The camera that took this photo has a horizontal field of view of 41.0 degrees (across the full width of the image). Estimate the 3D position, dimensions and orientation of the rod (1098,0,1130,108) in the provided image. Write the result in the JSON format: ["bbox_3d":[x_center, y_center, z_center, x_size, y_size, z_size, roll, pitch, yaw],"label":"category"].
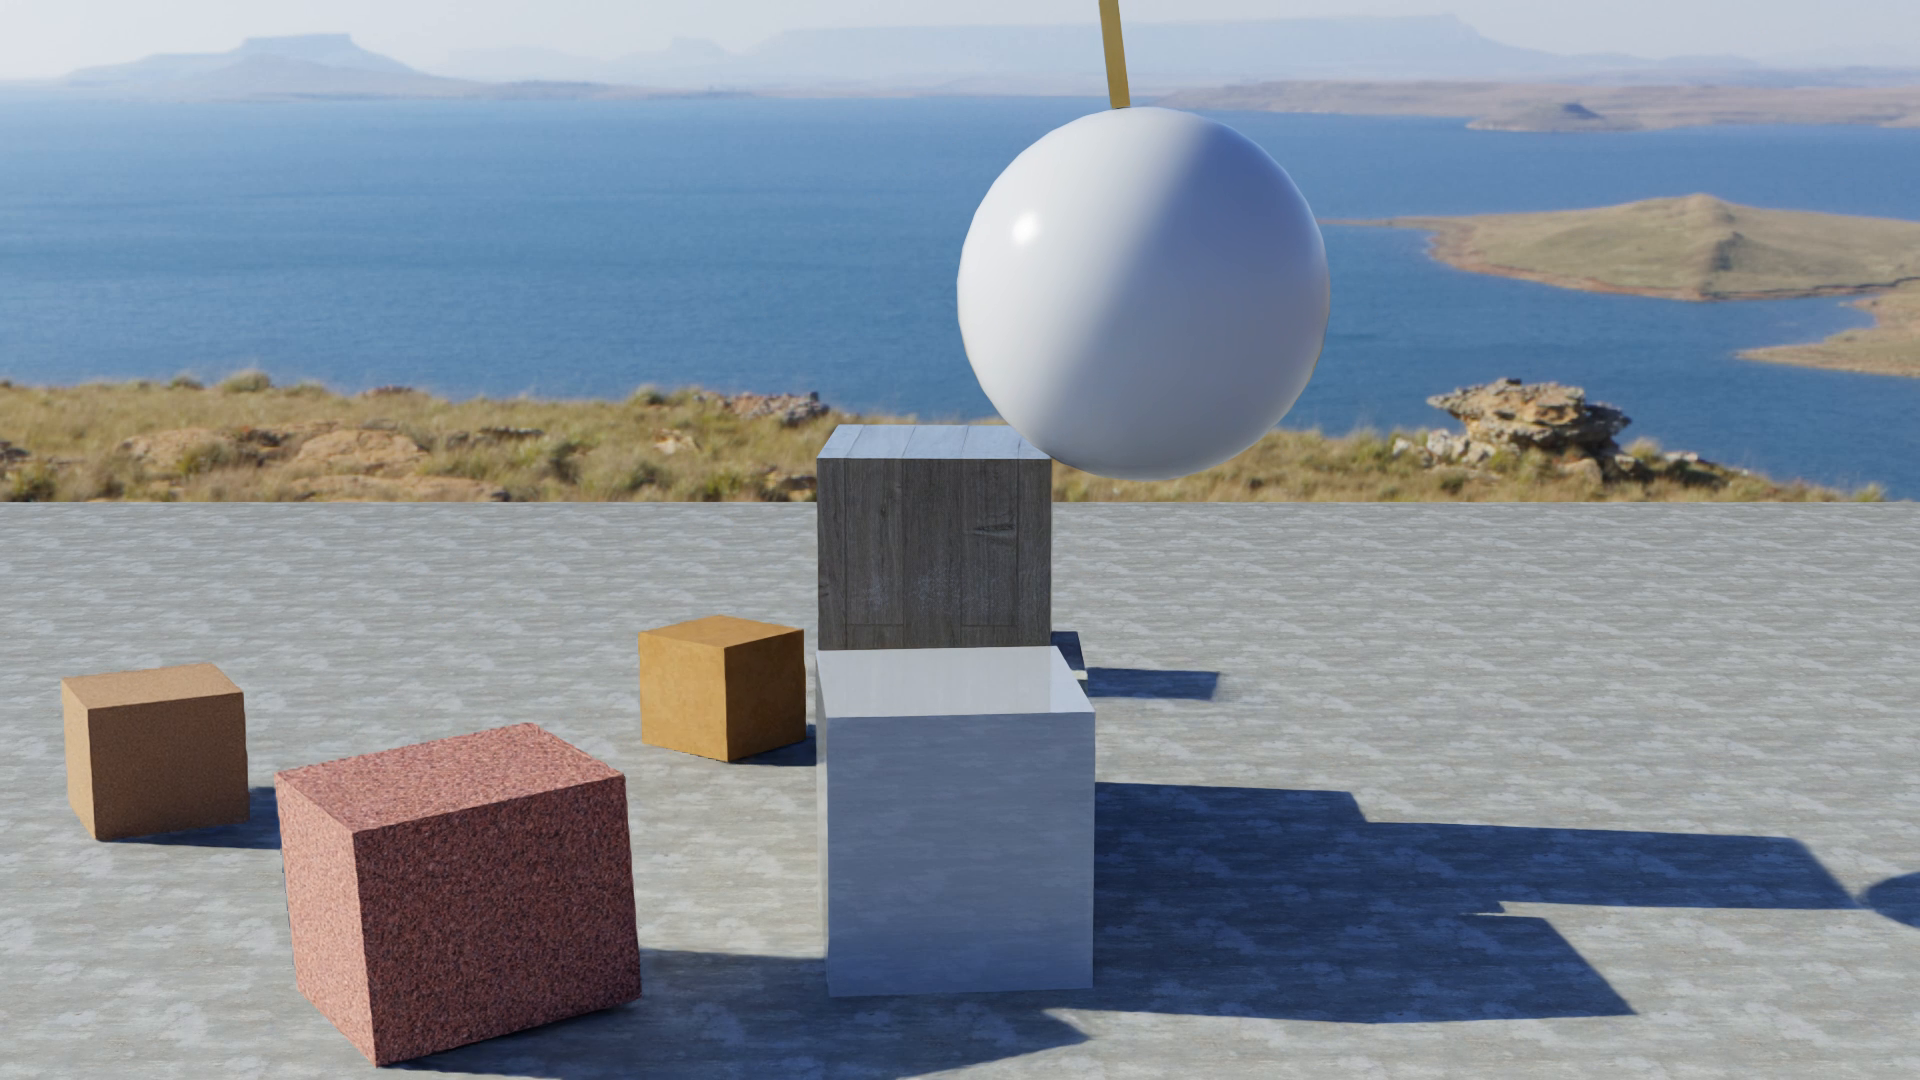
[{"bbox_3d":[0.340,-4.365,10.387,0.080,5.200,0.080,-7,10,1],"label":"rod"}]

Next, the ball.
[{"bbox_3d":[0.784,-1.049,10.990,1.600,1.600,1.600,0,10,0],"label":"ball"}]

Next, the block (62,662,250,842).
[{"bbox_3d":[-3.858,1.001,12.297,0.711,0.630,0.703,-5,12,-28],"label":"block"}]

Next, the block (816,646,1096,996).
[{"bbox_3d":[-0.047,1.105,10.394,1.025,1.107,1.146,-1,10,-5],"label":"block"}]

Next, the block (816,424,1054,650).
[{"bbox_3d":[-0.090,-0.001,11.678,1.016,0.908,1.055,0,10,2],"label":"block"}]

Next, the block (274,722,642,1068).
[{"bbox_3d":[-1.907,1.309,9.737,1.041,0.882,0.926,-10,14,-30],"label":"block"}]

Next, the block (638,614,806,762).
[{"bbox_3d":[-1.257,0.775,13.594,0.647,0.600,0.587,7,13,40],"label":"block"}]

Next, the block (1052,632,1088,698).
[{"bbox_3d":[0.011,0.980,11.503,1.068,0.957,0.963,0,10,0],"label":"block"}]
